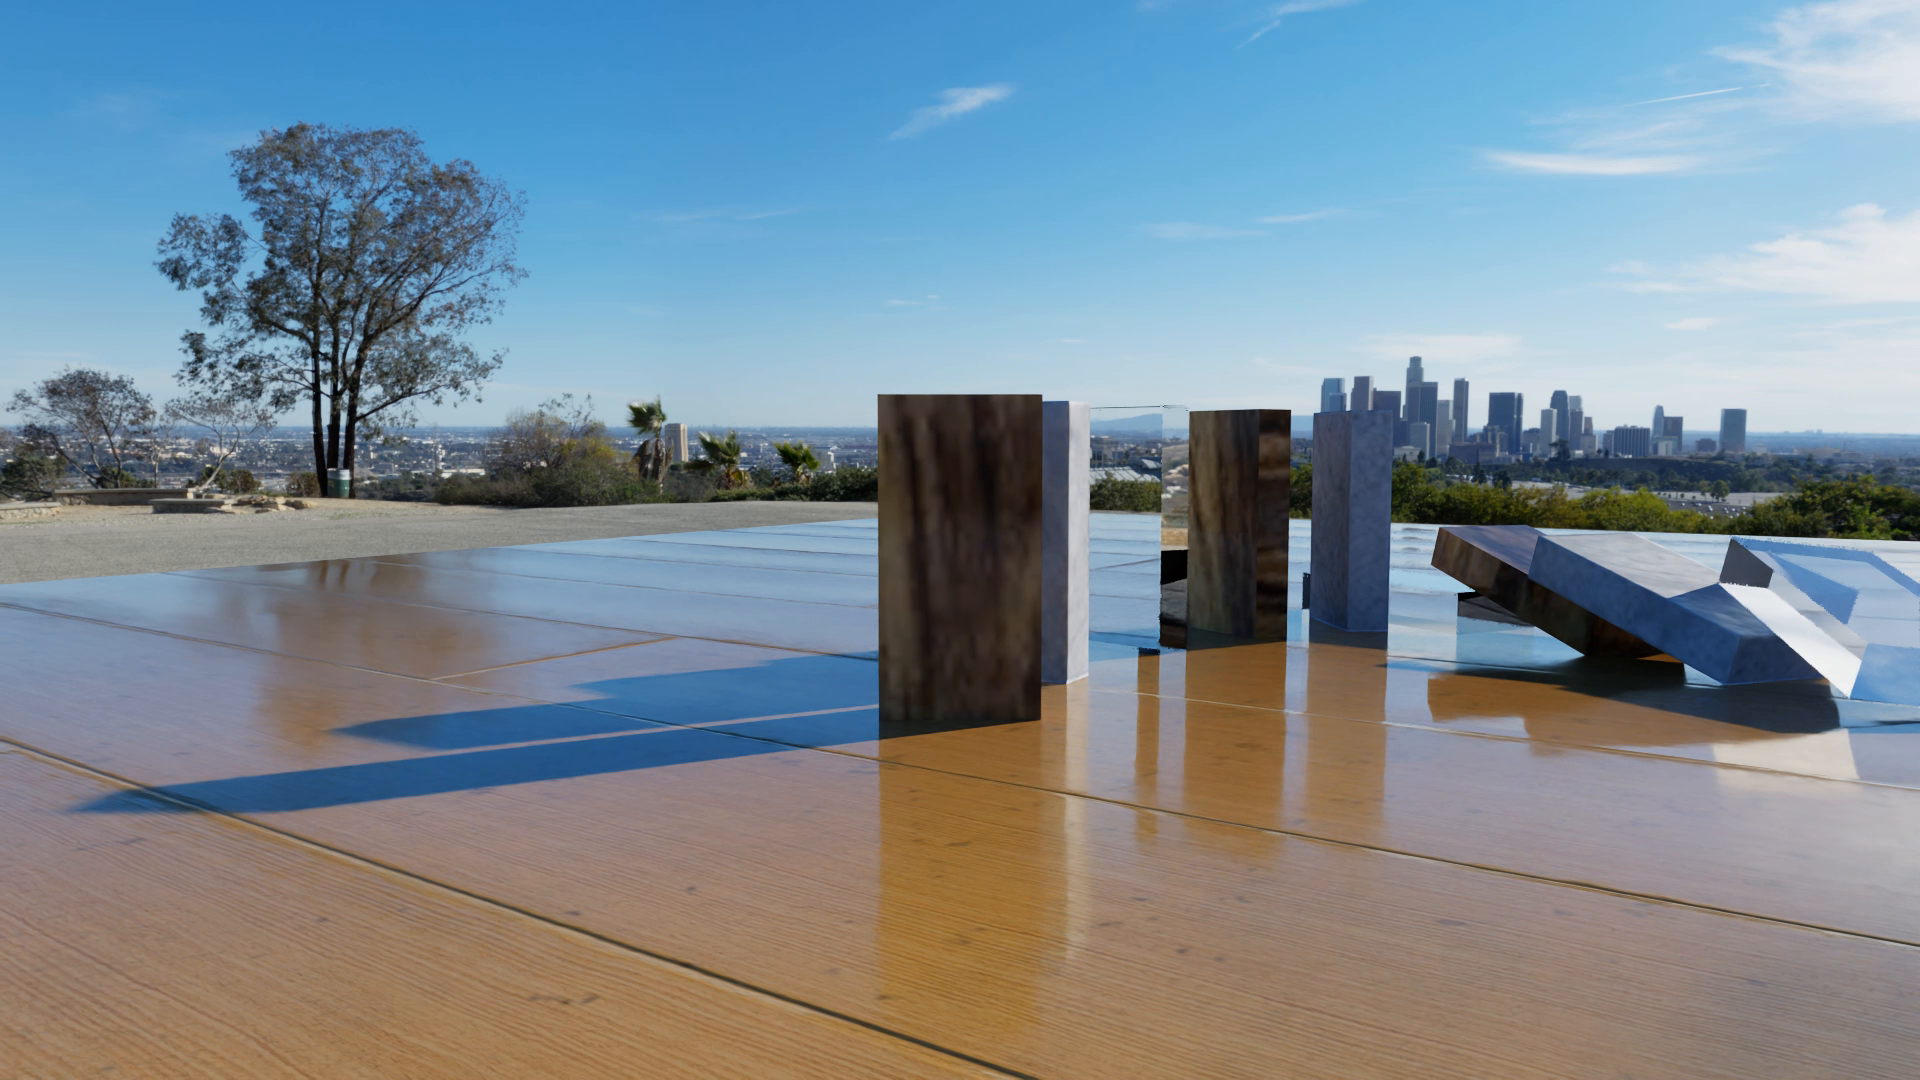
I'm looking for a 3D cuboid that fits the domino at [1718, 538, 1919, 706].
[{"bbox_3d":[0.156,0.014,0.222,0.025,0.009,0.050,7,20,6],"label":"domino"}]

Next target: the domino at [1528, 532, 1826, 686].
[{"bbox_3d":[0.139,0.012,0.251,0.025,0.009,0.050,-2,21,-18],"label":"domino"}]

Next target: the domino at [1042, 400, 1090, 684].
[{"bbox_3d":[0.010,0.000,0.236,0.025,0.050,0.009,2,5,29],"label":"domino"}]

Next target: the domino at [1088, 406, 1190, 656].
[{"bbox_3d":[0.035,-0.003,0.269,0.025,0.050,0.009,4,6,44],"label":"domino"}]

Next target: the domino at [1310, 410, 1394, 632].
[{"bbox_3d":[0.092,-0.005,0.301,0.009,0.050,0.025,0,4,-4],"label":"domino"}]

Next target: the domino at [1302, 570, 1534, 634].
[{"bbox_3d":[0.111,0.014,0.314,0.025,0.009,0.050,-2,5,-27],"label":"domino"}]

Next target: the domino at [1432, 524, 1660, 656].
[{"bbox_3d":[0.131,0.010,0.282,0.025,0.010,0.050,-1,21,-18],"label":"domino"}]

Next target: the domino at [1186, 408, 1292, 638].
[{"bbox_3d":[0.062,-0.004,0.291,0.010,0.050,0.025,-3,5,-32],"label":"domino"}]

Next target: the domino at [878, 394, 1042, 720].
[{"bbox_3d":[0.000,0.002,0.201,0.025,0.050,0.009,0,4,0],"label":"domino"}]
